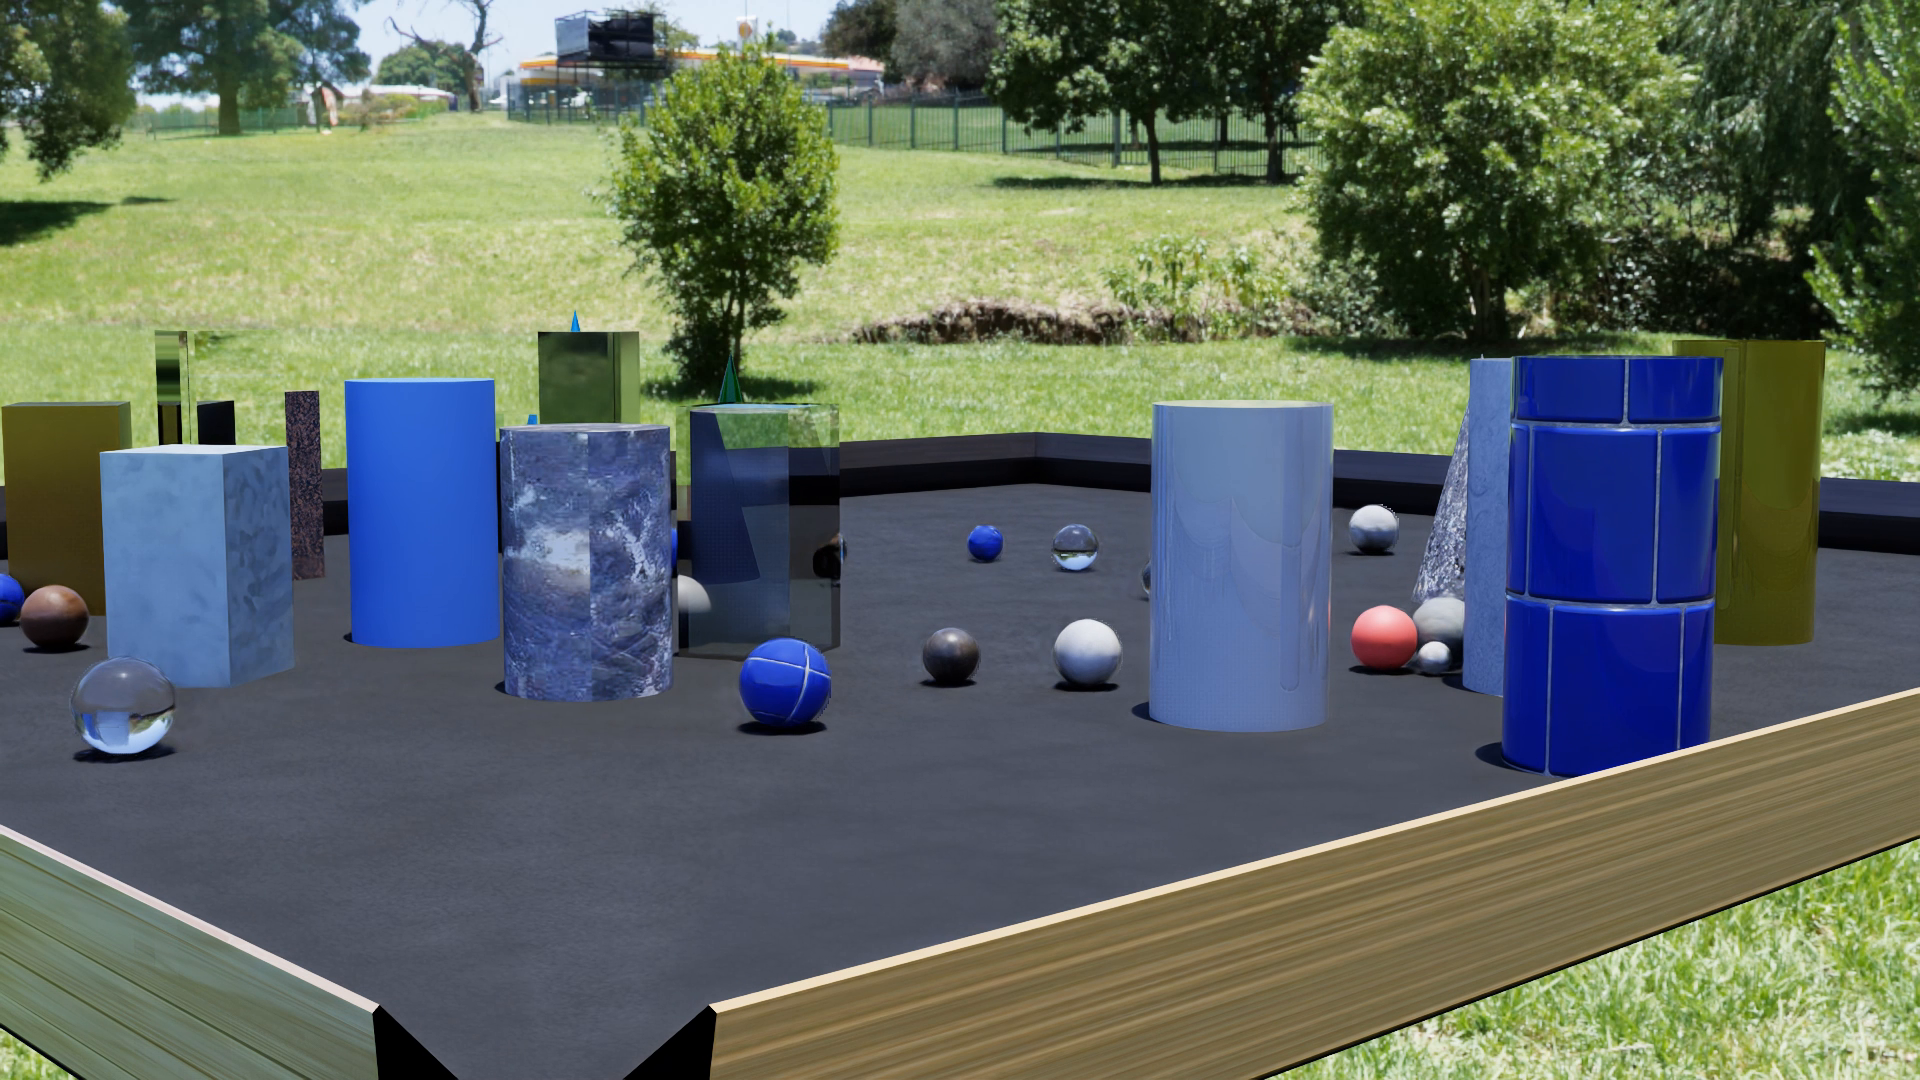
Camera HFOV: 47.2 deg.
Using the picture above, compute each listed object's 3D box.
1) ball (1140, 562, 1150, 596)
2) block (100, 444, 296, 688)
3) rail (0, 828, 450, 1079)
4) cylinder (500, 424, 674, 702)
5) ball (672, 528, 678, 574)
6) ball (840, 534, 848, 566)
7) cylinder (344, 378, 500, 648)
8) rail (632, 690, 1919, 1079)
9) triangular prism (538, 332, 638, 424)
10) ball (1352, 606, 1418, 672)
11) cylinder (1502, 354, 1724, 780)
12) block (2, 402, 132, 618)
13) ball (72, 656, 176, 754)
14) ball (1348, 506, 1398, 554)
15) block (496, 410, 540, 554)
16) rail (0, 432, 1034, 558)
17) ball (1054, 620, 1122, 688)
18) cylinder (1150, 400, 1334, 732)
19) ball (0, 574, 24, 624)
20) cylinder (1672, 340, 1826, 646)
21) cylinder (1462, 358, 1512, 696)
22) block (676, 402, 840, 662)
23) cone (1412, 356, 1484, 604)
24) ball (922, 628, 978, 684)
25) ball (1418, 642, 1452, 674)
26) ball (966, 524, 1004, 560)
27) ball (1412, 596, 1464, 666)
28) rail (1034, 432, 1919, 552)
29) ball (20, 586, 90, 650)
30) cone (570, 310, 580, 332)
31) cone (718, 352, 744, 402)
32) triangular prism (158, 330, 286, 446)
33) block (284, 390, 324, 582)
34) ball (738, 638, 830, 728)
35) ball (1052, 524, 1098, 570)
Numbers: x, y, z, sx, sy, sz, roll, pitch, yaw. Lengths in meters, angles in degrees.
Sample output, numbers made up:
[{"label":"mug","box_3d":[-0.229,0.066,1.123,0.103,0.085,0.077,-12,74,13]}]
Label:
[{"label":"ball","box_3d":[0.313,0.059,3.388,0.068,0.068,0.068,0,6,0]},{"label":"block","box_3d":[-0.925,0.028,2.676,0.158,0.277,0.158,1,6,11]},{"label":"rail","box_3d":[-1.292,0.157,2.146,0.045,0.128,3.287,-5,8,-42]},{"label":"cylinder","box_3d":[-0.439,0.021,2.592,0.197,0.308,0.197,0,6,0]},{"label":"ball","box_3d":[-0.498,0.019,3.695,0.083,0.083,0.083,0,6,0]},{"label":"ball","box_3d":[-0.230,0.017,3.738,0.078,0.078,0.078,0,6,0]},{"label":"cylinder","box_3d":[-0.729,-0.042,2.989,0.197,0.351,0.197,0,6,0]},{"label":"rail","box_3d":[1.098,0.157,2.148,3.564,0.128,0.045,-5,8,-42]},{"label":"triangular prism","box_3d":[-0.582,-0.140,3.650,0.171,0.410,0.148,4,7,32]},{"label":"ball","box_3d":[0.525,0.122,2.723,0.081,0.081,0.081,0,6,0]},{"label":"cylinder","box_3d":[0.636,0.021,2.152,0.197,0.399,0.197,0,6,0]},{"label":"block","box_3d":[-1.318,-0.048,3.264,0.158,0.307,0.158,-2,6,-14]},{"label":"ball","box_3d":[-0.840,0.166,2.210,0.099,0.099,0.099,0,6,0]},{"label":"ball","box_3d":[0.758,-0.020,4.037,0.089,0.089,0.089,0,6,0]},{"label":"block","box_3d":[-0.791,-0.110,4.091,0.158,0.257,0.158,4,7,30]},{"label":"rail","box_3d":[-1.098,-0.090,4.516,3.564,0.128,0.045,-5,8,-42]},{"label":"ball","box_3d":[0.151,0.134,2.607,0.080,0.080,0.080,0,6,0]},{"label":"cylinder","box_3d":[0.307,0.022,2.409,0.197,0.344,0.197,0,6,0]},{"label":"ball","box_3d":[-1.366,0.084,3.117,0.074,0.074,0.074,0,6,0]},{"label":"cylinder","box_3d":[1.070,-0.070,3.006,0.197,0.403,0.197,0,6,0]},{"label":"cylinder","box_3d":[0.698,-0.018,2.591,0.197,0.387,0.197,0,6,0]},{"label":"block","box_3d":[-0.261,-0.014,2.862,0.158,0.323,0.158,2,6,20]},{"label":"cone","box_3d":[0.794,-0.095,3.363,0.197,0.380,0.197,0,6,0]},{"label":"ball","box_3d":[-0.011,0.138,2.631,0.067,0.067,0.067,0,6,0]},{"label":"ball","box_3d":[0.582,0.145,2.694,0.041,0.041,0.041,0,6,0]},{"label":"ball","box_3d":[0.045,0.005,3.919,0.065,0.065,0.065,0,6,0]},{"label":"ball","box_3d":[0.609,0.115,2.763,0.087,0.087,0.087,0,6,0]},{"label":"rail","box_3d":[1.292,-0.090,4.518,0.045,0.128,3.287,-5,8,-42]},{"label":"ball","box_3d":[-1.192,0.102,2.896,0.085,0.085,0.085,0,6,0]},{"label":"cone","box_3d":[-0.753,-0.230,4.324,0.197,0.447,0.197,0,6,0]},{"label":"cone","box_3d":[-0.392,-0.136,3.773,0.197,0.375,0.197,0,6,0]},{"label":"triangular prism","box_3d":[-0.989,-0.075,2.988,0.148,0.418,0.171,-3,7,-30]},{"label":"block","box_3d":[-1.173,-0.091,3.644,0.158,0.312,0.158,4,7,32]},{"label":"ball","box_3d":[-0.188,0.153,2.348,0.097,0.097,0.097,0,6,0]},{"label":"ball","box_3d":[0.198,0.013,3.776,0.079,0.079,0.079,0,6,0]}]
